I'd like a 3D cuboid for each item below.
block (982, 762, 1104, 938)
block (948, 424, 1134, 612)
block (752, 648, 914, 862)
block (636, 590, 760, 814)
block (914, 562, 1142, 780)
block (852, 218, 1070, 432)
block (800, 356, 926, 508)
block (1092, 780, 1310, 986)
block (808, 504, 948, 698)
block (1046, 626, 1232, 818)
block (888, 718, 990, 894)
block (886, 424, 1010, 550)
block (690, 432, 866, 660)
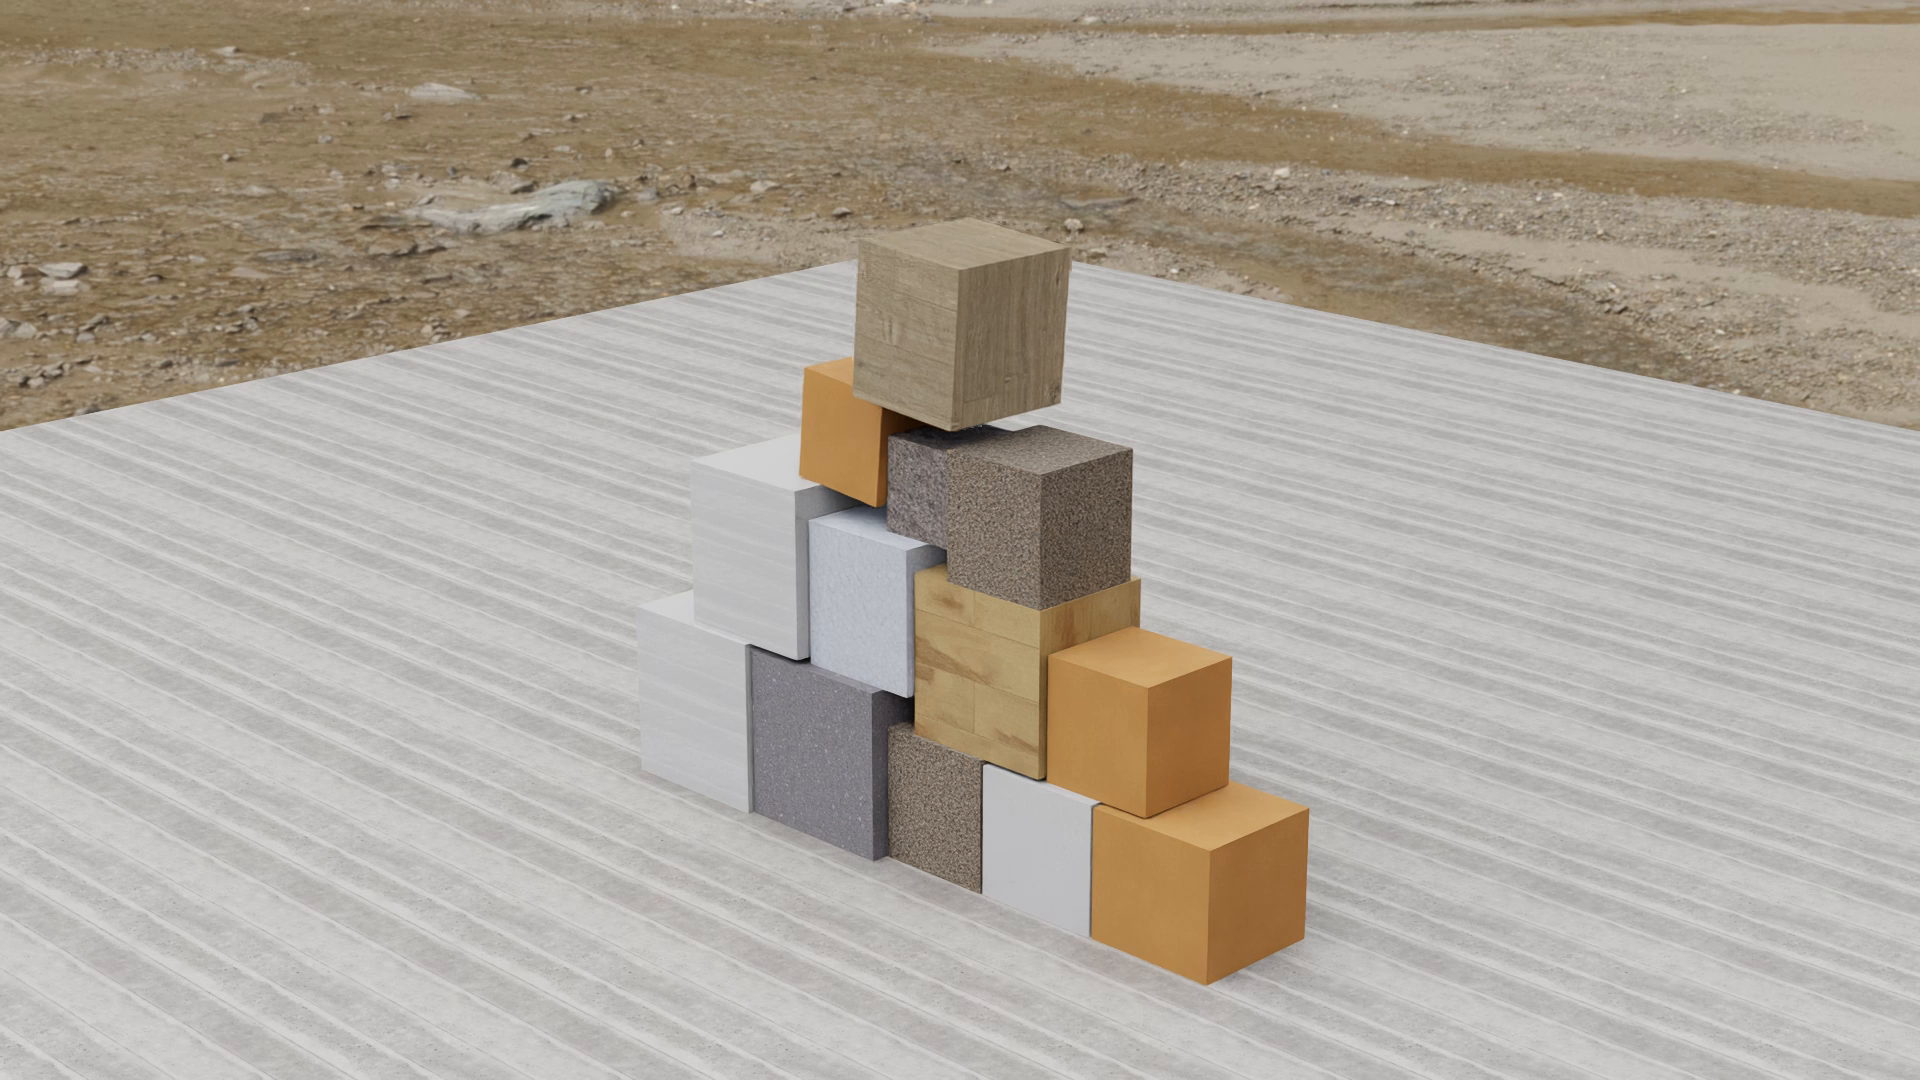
[{"bbox_3d":[0.564,1.303,13.155,0.655,0.625,0.651,-17,24,-42],"label":"block"},{"bbox_3d":[0.351,-0.107,12.919,0.564,0.612,0.588,17,24,42],"label":"block"},{"bbox_3d":[-0.383,0.914,14.052,0.887,0.831,0.830,-17,24,-42],"label":"block"},{"bbox_3d":[-0.989,0.727,14.591,0.900,0.863,0.813,-17,24,-42],"label":"block"},{"bbox_3d":[0.301,0.528,13.212,0.775,0.777,0.655,17,24,42],"label":"block"},{"bbox_3d":[0.004,-0.967,13.007,0.691,0.723,0.629,-16,28,-42],"label":"block"},{"bbox_3d":[-0.359,-0.527,13.560,0.534,0.527,0.523,-17,29,-42],"label":"block"},{"bbox_3d":[1.039,1.447,12.713,0.659,0.617,0.657,-17,24,-42],"label":"block"},{"bbox_3d":[-0.219,0.238,13.645,0.708,0.703,0.647,-17,24,-42],"label":"block"},{"bbox_3d":[0.779,0.784,12.777,0.550,0.591,0.578,-17,24,-42],"label":"block"},{"bbox_3d":[0.115,1.159,13.578,0.666,0.646,0.597,-17,24,-42],"label":"block"},{"bbox_3d":[0.000,-0.253,13.280,0.458,0.452,0.475,-17,25,-42],"label":"block"},{"bbox_3d":[-0.717,0.000,14.095,0.861,0.822,0.744,-17,24,-42],"label":"block"}]
